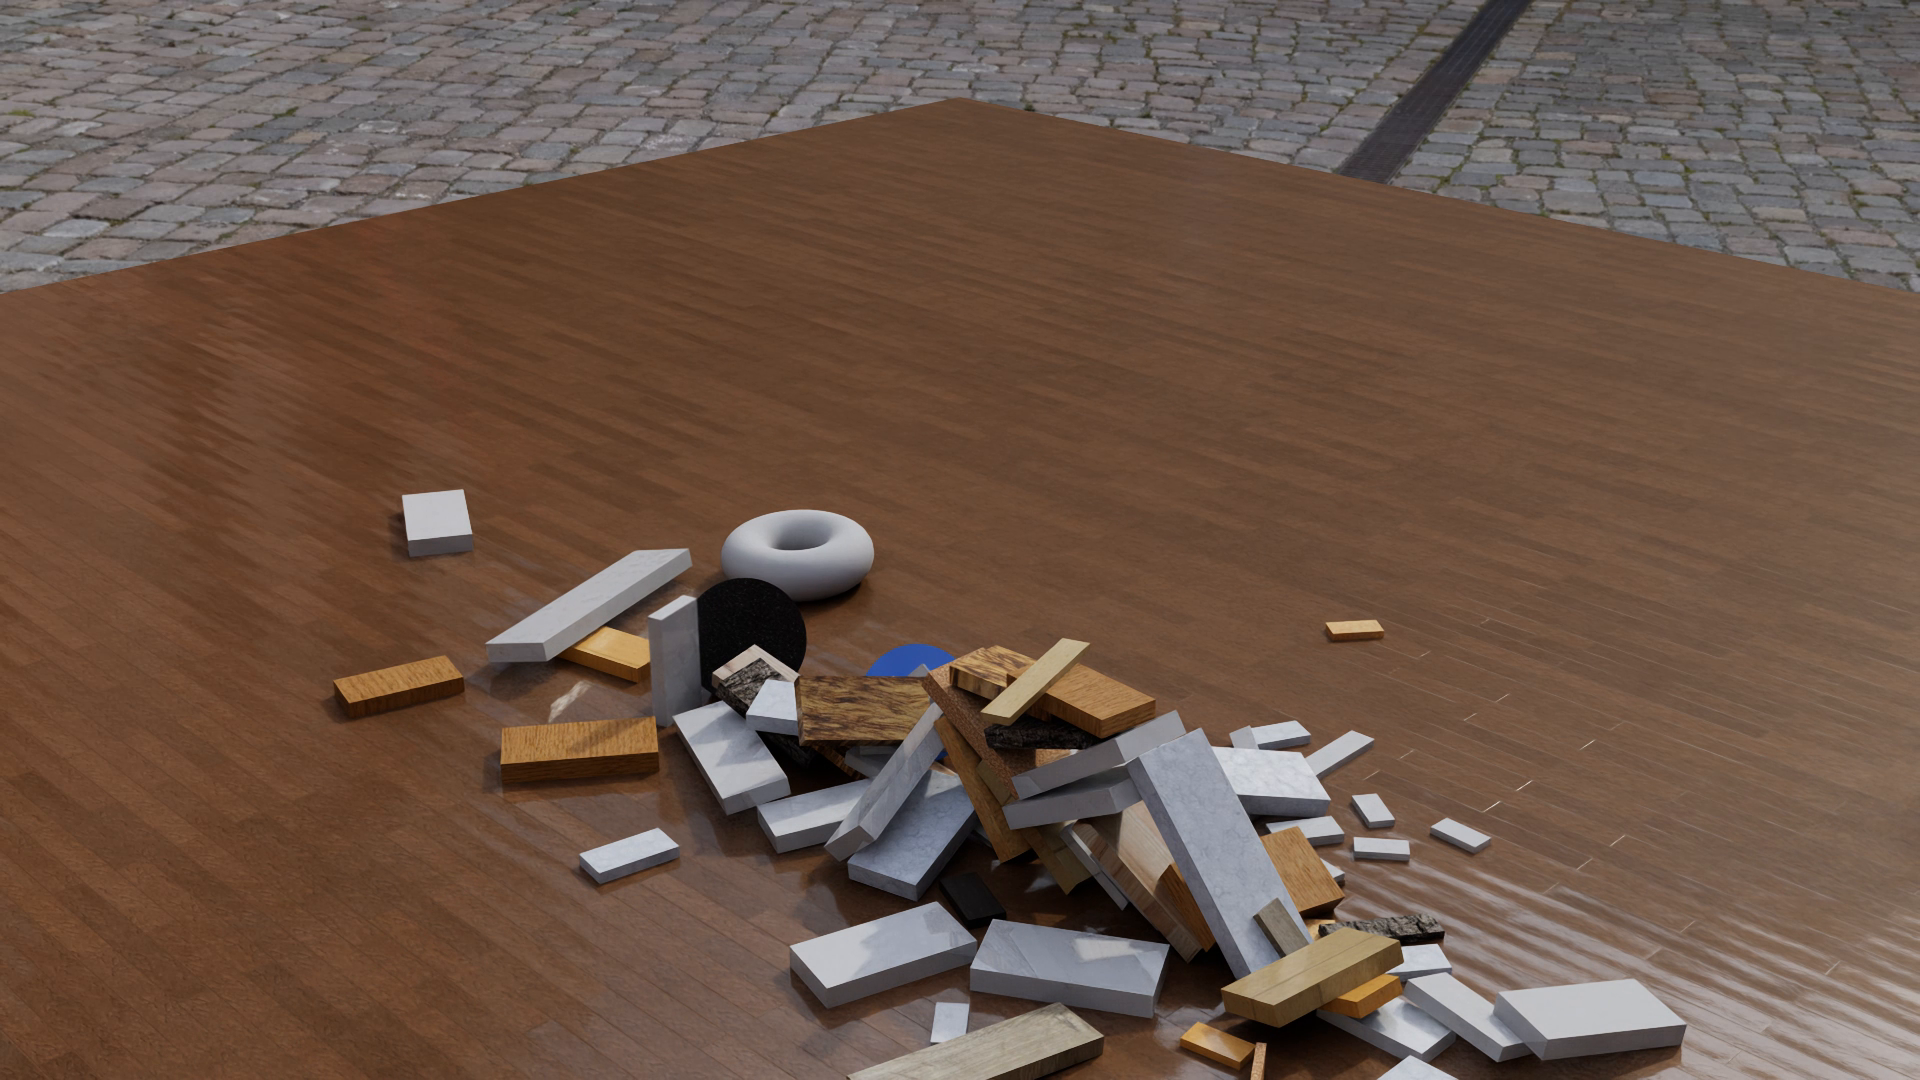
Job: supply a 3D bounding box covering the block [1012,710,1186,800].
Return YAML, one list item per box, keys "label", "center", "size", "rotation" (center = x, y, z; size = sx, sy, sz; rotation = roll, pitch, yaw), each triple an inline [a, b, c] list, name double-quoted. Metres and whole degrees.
- label: "block"
  center: [0.253, 0.399, 4.067]
  size: [0.162, 0.046, 0.323]
  rotation: [-20, -5, -39]

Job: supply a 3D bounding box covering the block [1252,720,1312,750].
- label: "block"
  center: [0.677, 0.424, 4.737]
  size: [0.140, 0.020, 0.070]
  rotation: [-8, 24, -18]

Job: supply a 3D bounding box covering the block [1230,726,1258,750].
- label: "block"
  center: [0.607, 0.435, 4.683]
  size: [0.048, 0.014, 0.095]
  rotation: [-22, 29, 6]

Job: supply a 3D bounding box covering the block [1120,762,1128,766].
- label: "block"
  center: [0.235, 0.455, 4.499]
  size: [0.325, 0.046, 0.162]
  rotation: [7, 24, 13]

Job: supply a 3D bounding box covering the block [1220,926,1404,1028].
- label: "block"
  center: [0.608, 0.750, 3.787]
  size: [0.288, 0.041, 0.144]
  rotation: [-19, 10, -29]

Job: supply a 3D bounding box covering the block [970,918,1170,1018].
- label: "block"
  center: [0.196, 0.760, 3.911]
  size: [0.327, 0.046, 0.163]
  rotation: [6, 24, 14]

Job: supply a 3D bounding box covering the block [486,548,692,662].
- label: "block"
  center: [-0.879, 0.151, 5.276]
  size: [0.162, 0.046, 0.647]
  rotation: [-2, 18, 26]

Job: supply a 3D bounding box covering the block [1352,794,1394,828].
- label: "block"
  center: [0.836, 0.548, 4.450]
  size: [0.053, 0.015, 0.106]
  rotation: [-4, 23, -9]

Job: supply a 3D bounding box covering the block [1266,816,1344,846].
- label: "block"
  center: [0.684, 0.581, 4.365]
  size: [0.140, 0.020, 0.070]
  rotation: [-5, 24, -12]

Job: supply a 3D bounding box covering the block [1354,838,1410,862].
- label: "block"
  center: [0.826, 0.606, 4.313]
  size: [0.106, 0.015, 0.053]
  rotation: [3, 23, 7]

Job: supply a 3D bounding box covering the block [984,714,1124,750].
- label: "block"
  center: [0.183, 0.354, 4.140]
  size: [0.133, 0.038, 0.265]
  rotation: [-20, 9, -39]

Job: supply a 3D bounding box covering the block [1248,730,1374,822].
- label: "block"
  center: [0.664, 0.510, 4.537]
  size: [0.059, 0.017, 0.591]
  rotation: [20, 30, 39]

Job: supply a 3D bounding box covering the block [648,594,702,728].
- label: "block"
  center: [-0.622, 0.265, 4.806]
  size: [0.037, 0.258, 0.129]
  rotation: [12, 26, 27]

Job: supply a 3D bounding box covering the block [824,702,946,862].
- label: "block"
  center: [-0.109, 0.452, 4.329]
  size: [0.151, 0.043, 0.417]
  rotation: [-38, 11, 51]

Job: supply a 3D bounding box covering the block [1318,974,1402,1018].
- label: "block"
  center: [0.648, 0.775, 3.803]
  size: [0.107, 0.030, 0.213]
  rotation: [-20, 11, -34]

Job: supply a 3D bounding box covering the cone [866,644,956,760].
- label: "cone"
  center: [-0.066, 0.356, 4.775]
  size: [0.254, 0.254, 0.254]
  rotation: [5, -3, 12]

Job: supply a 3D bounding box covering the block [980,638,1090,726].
- label: "block"
  center: [0.143, 0.260, 4.081]
  size: [0.058, 0.016, 0.362]
  rotation: [9, 23, 25]

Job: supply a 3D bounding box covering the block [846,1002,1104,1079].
- label: "block"
  center: [0.029, 0.866, 3.630]
  size: [0.438, 0.035, 0.123]
  rotation: [-11, 25, -35]

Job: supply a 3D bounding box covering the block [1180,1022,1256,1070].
- label: "block"
  center: [0.437, 0.856, 3.722]
  size: [0.115, 0.016, 0.058]
  rotation: [16, 28, 33]

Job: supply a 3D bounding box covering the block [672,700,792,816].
- label: "block"
  center: [-0.481, 0.447, 4.594]
  size: [0.137, 0.039, 0.437]
  rotation: [-17, 23, -15]

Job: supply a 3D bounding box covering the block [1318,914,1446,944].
- label: "block"
  center: [0.772, 0.717, 4.026]
  size: [0.227, 0.017, 0.058]
  rotation: [-2, 25, -17]

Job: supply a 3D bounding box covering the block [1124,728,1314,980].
- label: "block"
  center: [0.469, 0.570, 3.933]
  size: [0.162, 0.453, 0.046]
  rotation: [-19, -13, -37]

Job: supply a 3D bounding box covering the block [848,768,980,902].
- label: "block"
  center: [-0.075, 0.569, 4.277]
  size: [0.151, 0.043, 0.301]
  rotation: [14, 39, 25]

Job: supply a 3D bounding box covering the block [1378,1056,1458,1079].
- label: "block"
  center: [0.797, 0.932, 3.512]
  size: [0.144, 0.041, 0.288]
  rotation: [-21, 31, -41]

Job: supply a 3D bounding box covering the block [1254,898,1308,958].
- label: "block"
  center: [0.574, 0.698, 3.890]
  size: [0.059, 0.118, 0.017]
  rotation: [-30, -6, -38]

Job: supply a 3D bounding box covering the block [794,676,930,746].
- label: "block"
  center: [-0.196, 0.348, 4.477]
  size: [0.274, 0.039, 0.137]
  rotation: [2, 66, -21]

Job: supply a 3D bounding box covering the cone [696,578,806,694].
- label: "cone"
  center: [-0.499, 0.232, 5.054]
  size: [0.278, 0.278, 0.278]
  rotation: [-3, -3, -7]

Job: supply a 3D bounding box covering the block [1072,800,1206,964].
- label: "block"
  center: [0.373, 0.610, 4.056]
  size: [0.163, 0.046, 0.327]
  rotation: [-23, 63, -42]

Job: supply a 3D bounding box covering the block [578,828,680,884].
- label: "block"
  center: [-0.643, 0.614, 4.282]
  size: [0.173, 0.024, 0.086]
  rotation: [-15, 27, -32]

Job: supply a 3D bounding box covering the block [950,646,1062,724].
- label: "block"
  center: [0.121, 0.275, 4.223]
  size: [0.265, 0.038, 0.133]
  rotation: [19, 28, 41]

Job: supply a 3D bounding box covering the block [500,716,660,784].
- label: "block"
  center: [-0.804, 0.443, 4.657]
  size: [0.324, 0.046, 0.162]
  rotation: [-4, 23, -9]

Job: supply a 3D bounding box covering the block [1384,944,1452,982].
- label: "block"
  center: [0.795, 0.760, 3.942]
  size: [0.152, 0.022, 0.076]
  rotation: [-3, 23, -8]

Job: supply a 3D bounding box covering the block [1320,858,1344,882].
- label: "block"
  center: [0.676, 0.625, 4.235]
  size: [0.048, 0.014, 0.133]
  rotation: [-16, 28, -33]

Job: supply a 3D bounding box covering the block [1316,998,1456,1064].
- label: "block"
  center: [0.731, 0.826, 3.775]
  size: [0.213, 0.030, 0.107]
  rotation: [21, 31, 40]
